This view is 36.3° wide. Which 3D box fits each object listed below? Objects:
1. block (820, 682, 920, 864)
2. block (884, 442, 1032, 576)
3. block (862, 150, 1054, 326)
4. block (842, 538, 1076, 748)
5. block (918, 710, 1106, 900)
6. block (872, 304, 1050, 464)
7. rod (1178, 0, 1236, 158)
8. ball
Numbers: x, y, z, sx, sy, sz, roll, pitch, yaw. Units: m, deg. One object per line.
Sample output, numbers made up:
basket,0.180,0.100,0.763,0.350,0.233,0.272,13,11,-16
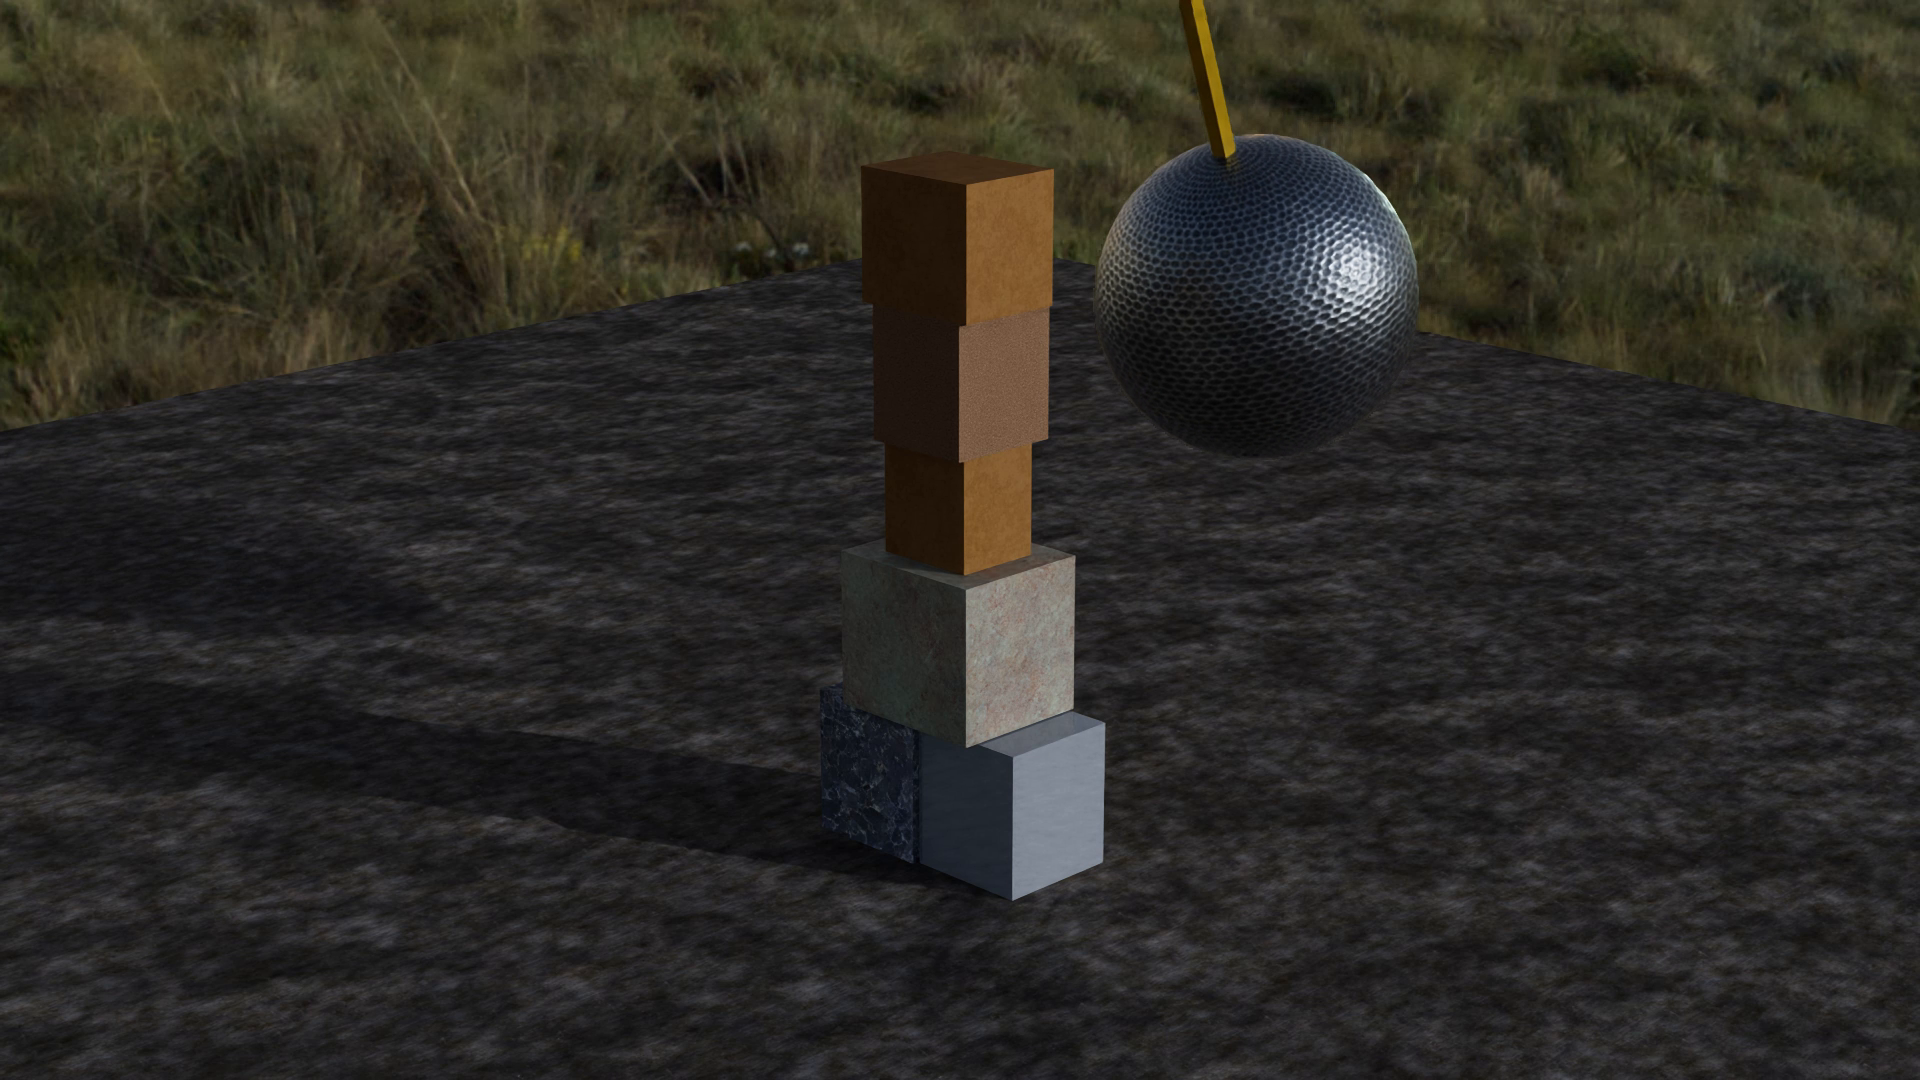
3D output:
block,-0.214,1.033,13.892,0.631,0.698,0.625,-17,24,-42
block,-0.008,-0.195,13.272,0.431,0.532,0.505,-17,24,-42
block,-0.013,-1.339,12.908,0.539,0.609,0.652,-17,24,-42
block,-0.009,0.413,13.462,0.704,0.743,0.805,-17,24,-42
block,0.238,1.165,13.486,0.606,0.692,0.598,-17,24,-42
block,0.006,-0.753,13.111,0.568,0.629,0.541,-17,24,-42
rod,0.636,-3.995,12.753,0.080,5.200,0.080,17,44,42
ball,1.467,-1.200,14.502,1.600,1.600,1.600,0,17,0
